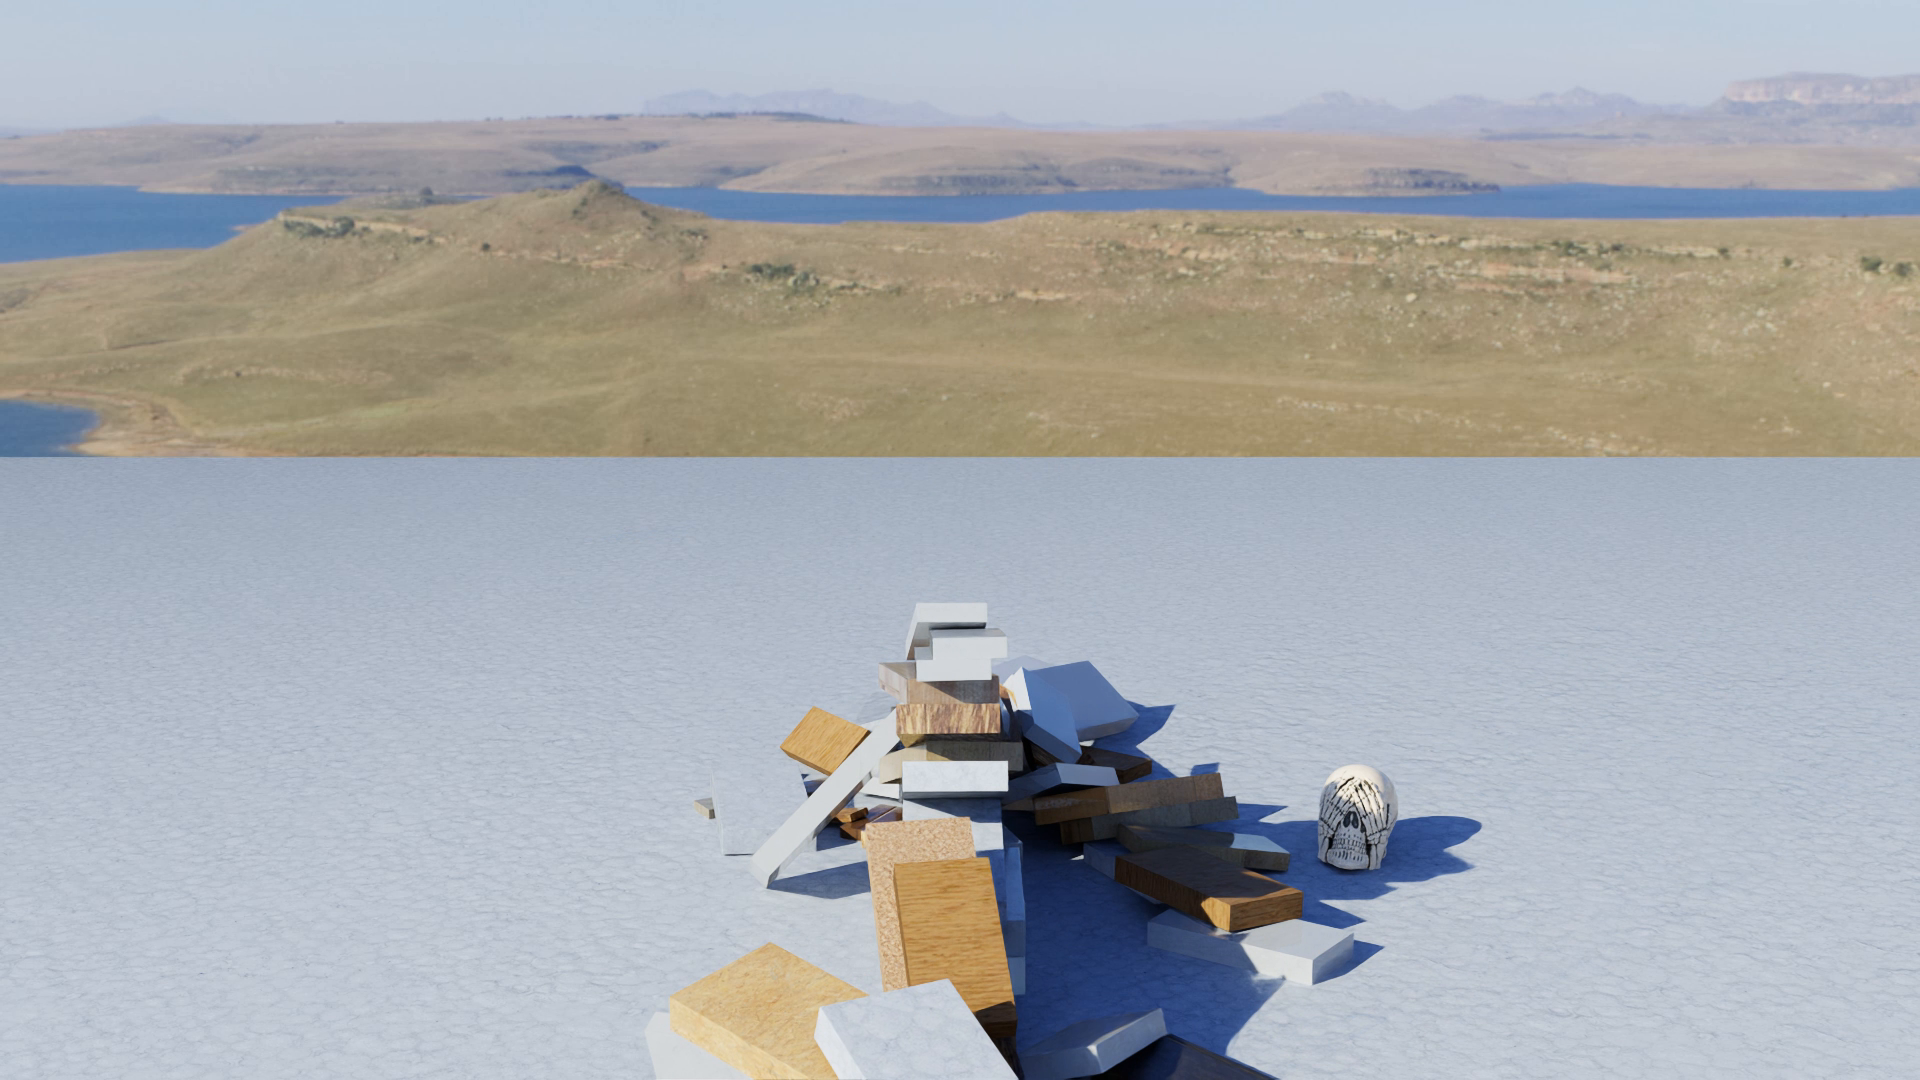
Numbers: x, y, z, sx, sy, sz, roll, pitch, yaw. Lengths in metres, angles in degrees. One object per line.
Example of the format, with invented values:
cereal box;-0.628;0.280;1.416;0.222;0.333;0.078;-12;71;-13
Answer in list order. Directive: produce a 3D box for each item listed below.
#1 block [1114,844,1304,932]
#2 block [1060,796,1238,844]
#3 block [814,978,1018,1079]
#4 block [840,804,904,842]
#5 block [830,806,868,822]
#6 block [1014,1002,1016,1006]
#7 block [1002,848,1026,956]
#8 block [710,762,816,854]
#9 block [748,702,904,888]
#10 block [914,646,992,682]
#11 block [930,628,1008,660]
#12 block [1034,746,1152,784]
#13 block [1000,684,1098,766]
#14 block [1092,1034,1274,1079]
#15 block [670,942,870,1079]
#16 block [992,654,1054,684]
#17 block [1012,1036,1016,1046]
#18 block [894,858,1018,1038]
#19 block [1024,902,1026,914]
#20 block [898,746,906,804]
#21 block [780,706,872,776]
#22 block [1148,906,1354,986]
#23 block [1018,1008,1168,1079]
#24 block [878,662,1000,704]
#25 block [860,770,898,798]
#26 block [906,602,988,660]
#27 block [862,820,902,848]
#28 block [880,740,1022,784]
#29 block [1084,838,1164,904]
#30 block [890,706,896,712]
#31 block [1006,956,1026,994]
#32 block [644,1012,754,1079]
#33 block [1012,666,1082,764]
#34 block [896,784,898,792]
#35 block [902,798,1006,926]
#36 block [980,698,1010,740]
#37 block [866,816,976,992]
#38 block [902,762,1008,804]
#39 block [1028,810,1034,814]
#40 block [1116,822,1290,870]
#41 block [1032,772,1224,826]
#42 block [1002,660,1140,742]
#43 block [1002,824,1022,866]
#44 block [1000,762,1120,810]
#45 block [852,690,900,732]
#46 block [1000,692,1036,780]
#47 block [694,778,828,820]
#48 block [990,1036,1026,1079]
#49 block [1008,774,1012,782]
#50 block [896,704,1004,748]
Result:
block;0.395;0.555;3.525;0.147;0.042;0.294;-4;10;-32
block;0.336;0.499;3.910;0.283;0.040;0.142;-5;-9;-22
block;0.021;0.693;2.480;0.175;0.049;0.499;-6;34;-29
block;-0.148;0.516;4.006;0.076;0.021;0.151;5;12;26
block;-0.219;0.504;4.024;0.096;0.014;0.048;-10;5;41
block;0.004;0.648;3.082;0.140;0.040;0.280;0;-2;0
block;0.001;0.516;3.163;0.176;0.050;0.352;0;8;0
block;-0.363;0.488;4.021;0.166;0.047;0.331;0;14;-10
block;-0.180;0.395;3.691;0.454;0.042;0.147;-45;-7;-17
block;-0.013;0.180;3.227;0.105;0.030;0.275;-1;1;-2
block;0.011;0.150;3.197;0.105;0.030;0.210;-1;1;-2
block;0.133;0.424;4.487;0.553;0.028;0.098;8;13;38
block;0.148;0.374;4.233;0.048;0.168;0.336;-45;31;-9
block;0.324;0.722;2.842;0.147;0.042;0.294;-8;13;-38
block;-0.176;0.617;2.716;0.349;0.049;0.175;19;28;37
block;0.135;0.316;4.655;0.166;0.047;0.331;19;14;24
block;0.006;0.711;2.907;0.140;0.040;0.280;0;11;0
block;-0.009;0.525;2.830;0.126;0.036;0.253;-3;45;-8
block;0.008;0.571;3.391;0.176;0.050;0.352;0;-4;0
block;-0.020;0.366;3.850;0.169;0.048;0.338;0;19;-1
block;-0.265;0.406;4.392;0.110;0.031;0.220;-50;31;-16
block;0.449;0.618;3.407;0.283;0.040;0.142;7;13;35
block;0.171;0.671;2.916;0.126;0.036;0.253;-15;-6;24
block;-0.036;0.213;3.304;0.134;0.038;0.326;-1;1;-9
block;-0.051;0.419;4.364;0.121;0.034;0.474;6;14;25
block;-0.022;0.142;3.369;0.105;0.030;0.210;0;-19;-6
block;-0.051;0.458;3.296;0.185;0.026;0.093;8;12;44
block;-0.018;0.344;3.379;0.147;0.042;0.304;2;-11;-15
block;0.323;0.558;3.748;0.121;0.034;0.242;-5;12;-26
block;-0.019;0.353;4.230;0.169;0.048;0.338;0;-1;-12
block;0.001;0.603;3.148;0.176;0.050;0.352;0;-4;0
block;-0.272;0.681;2.823;0.253;0.126;0.036;4;33;19
block;0.157;0.320;4.005;0.110;0.031;0.220;34;17;-18
block;-0.037;0.454;4.140;0.076;0.021;0.262;-1;-2;21
block;-0.010;0.451;3.095;0.142;0.040;0.284;0;22;-1
block;0.000;0.283;3.505;0.142;0.040;0.363;-1;-10;4
block;-0.041;0.496;2.911;0.142;0.040;0.284;-3;45;-7
block;-0.011;0.356;3.212;0.147;0.042;0.294;0;-10;-2
block;0.169;0.488;4.159;0.067;0.019;0.133;14;17;43
block;0.418;0.527;3.778;0.278;0.031;0.110;8;6;-18
block;0.305;0.464;3.948;0.168;0.048;0.336;-16;-11;41
block;0.229;0.337;4.544;0.166;0.047;0.331;47;24;21
block;0.005;0.476;3.529;0.130;0.037;0.260;-1;6;-13
block;0.175;0.448;3.972;0.134;0.038;0.268;-25;-17;22
block;-0.120;0.357;4.595;0.168;0.048;0.383;-15;5;6
block;0.099;0.365;3.931;0.038;0.134;0.268;-16;-16;3
block;-0.304;0.482;4.198;0.417;0.019;0.067;-6;12;-31
block;0.003;0.667;2.730;0.142;0.040;0.367;-3;20;-8
block;0.103;0.455;4.265;0.073;0.021;0.147;7;13;-20
block;-0.012;0.279;3.254;0.147;0.042;0.294;-1;-10;2
